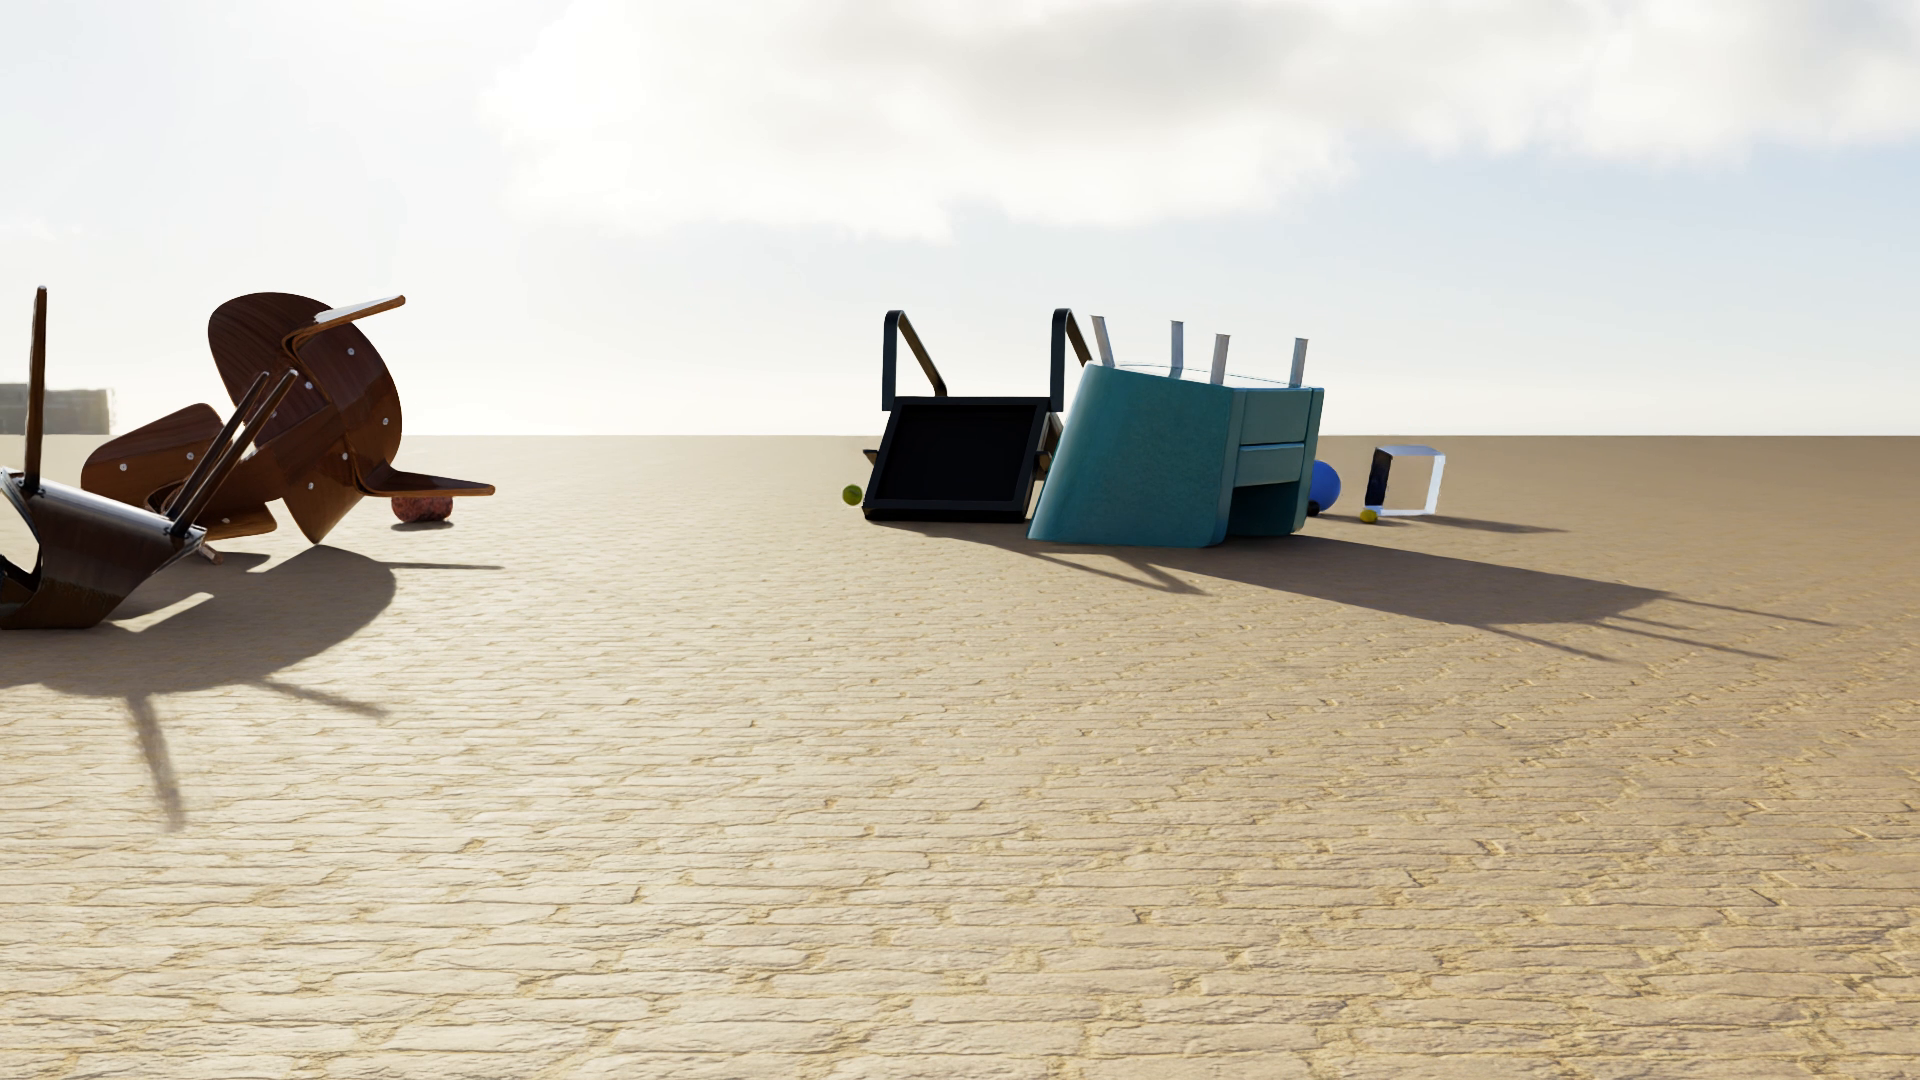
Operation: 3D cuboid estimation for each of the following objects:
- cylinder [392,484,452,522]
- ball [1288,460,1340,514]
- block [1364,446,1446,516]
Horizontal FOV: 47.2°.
[{"bbox_3d":[-1.827,-0.124,7.472,0.131,0.120,0.164,29,16,23],"label":"cylinder"},{"bbox_3d":[1.282,-0.193,7.962,0.192,0.192,0.192,0,4,0],"label":"ball"},{"bbox_3d":[1.589,-0.212,7.858,0.236,0.224,0.105,-2,21,-26],"label":"block"}]
